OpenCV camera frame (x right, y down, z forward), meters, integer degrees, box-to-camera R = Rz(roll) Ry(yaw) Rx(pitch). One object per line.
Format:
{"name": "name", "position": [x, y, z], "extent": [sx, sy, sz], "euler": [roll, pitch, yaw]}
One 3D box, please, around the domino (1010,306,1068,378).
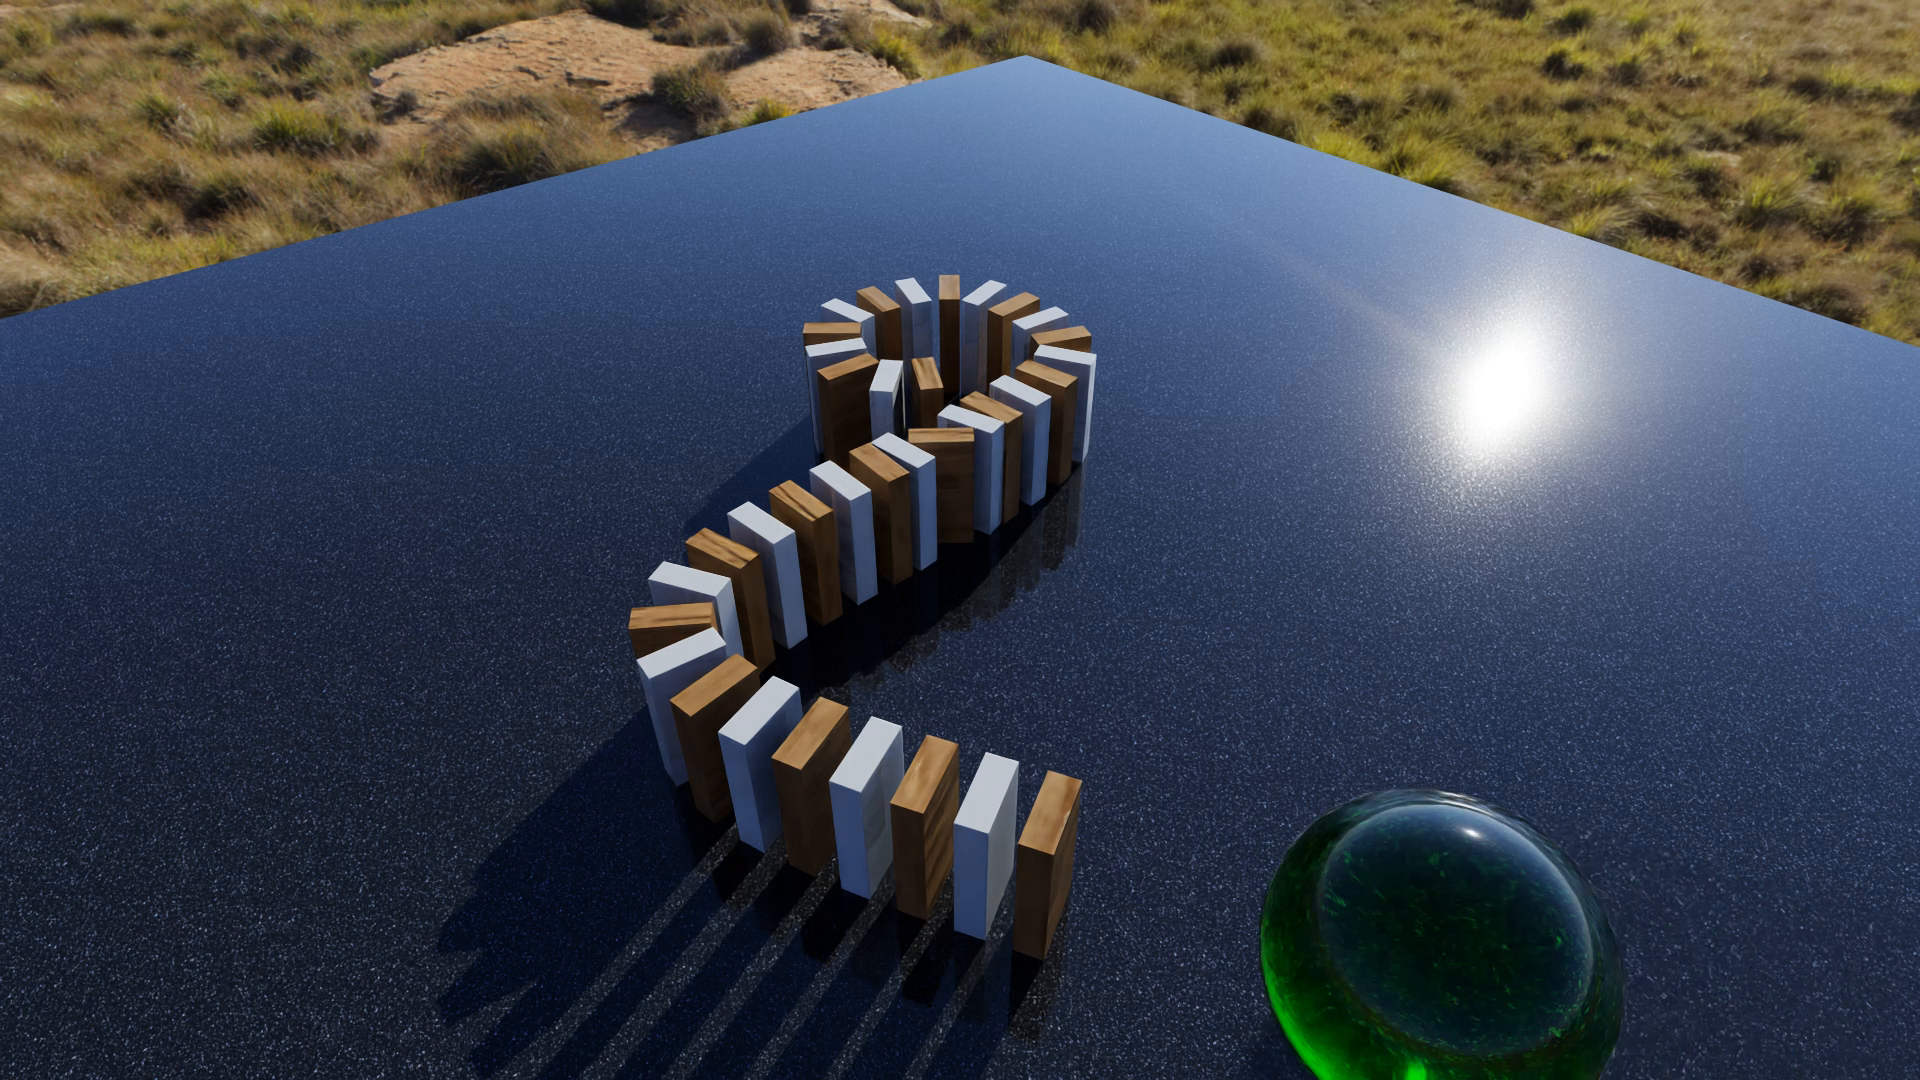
{"name": "domino", "position": [0.036, -0.080, 0.510], "extent": [0.025, 0.050, 0.010], "euler": [-24, 45, -26]}

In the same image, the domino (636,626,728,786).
{"name": "domino", "position": [-0.084, 0.053, 0.347], "extent": [0.025, 0.050, 0.010], "euler": [-24, 45, -26]}

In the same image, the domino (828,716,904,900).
{"name": "domino", "position": [-0.026, 0.078, 0.317], "extent": [0.010, 0.050, 0.025], "euler": [16, 42, 18]}

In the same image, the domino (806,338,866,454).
{"name": "domino", "position": [-0.053, -0.064, 0.489], "extent": [0.025, 0.050, 0.009], "euler": [-11, 41, -13]}

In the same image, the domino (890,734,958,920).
{"name": "domino", "position": [-0.009, 0.082, 0.311], "extent": [0.010, 0.050, 0.025], "euler": [14, 41, 16]}

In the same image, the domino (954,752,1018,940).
{"name": "domino", "position": [0.007, 0.086, 0.307], "extent": [0.009, 0.050, 0.025], "euler": [13, 41, 16]}

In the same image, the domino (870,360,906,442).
{"name": "domino", "position": [-0.031, -0.049, 0.471], "extent": [0.010, 0.050, 0.025], "euler": [5, 40, 6]}

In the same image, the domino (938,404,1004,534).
{"name": "domino", "position": [0.004, -0.028, 0.446], "extent": [0.025, 0.050, 0.010], "euler": [21, 44, 24]}

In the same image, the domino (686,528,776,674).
{"name": "domino", "position": [-0.080, 0.022, 0.385], "extent": [0.025, 0.050, 0.010], "euler": [23, 45, 25]}

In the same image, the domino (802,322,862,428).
{"name": "domino", "position": [-0.057, -0.075, 0.503], "extent": [0.025, 0.050, 0.009], "euler": [0, 39, 0]}

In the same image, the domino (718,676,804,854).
{"name": "domino", "position": [-0.057, 0.068, 0.329], "extent": [0.009, 0.050, 0.025], "euler": [20, 43, 23]}

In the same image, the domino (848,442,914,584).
{"name": "domino", "position": [-0.030, -0.010, 0.423], "extent": [0.009, 0.050, 0.025], "euler": [-28, 47, -29]}

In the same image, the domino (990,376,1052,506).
{"name": "domino", "position": [0.024, -0.041, 0.462], "extent": [0.025, 0.050, 0.009], "euler": [31, 48, 32]}

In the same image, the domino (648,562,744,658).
{"name": "domino", "position": [-0.088, 0.032, 0.373], "extent": [0.025, 0.050, 0.009], "euler": [13, 41, 15]}

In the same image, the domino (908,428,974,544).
{"name": "domino", "position": [-0.007, -0.021, 0.437], "extent": [0.025, 0.050, 0.010], "euler": [-2, 39, -2]}

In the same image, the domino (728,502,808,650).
{"name": "domino", "position": [-0.069, 0.013, 0.395], "extent": [0.025, 0.050, 0.010], "euler": [30, 48, 31]}

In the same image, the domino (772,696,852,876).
{"name": "domino", "position": [-0.042, 0.073, 0.323], "extent": [0.009, 0.050, 0.025], "euler": [17, 42, 20]}

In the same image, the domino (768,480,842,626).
{"name": "domino", "position": [-0.056, 0.005, 0.405], "extent": [0.010, 0.050, 0.025], "euler": [-32, 49, -33]}

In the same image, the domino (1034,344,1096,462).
{"name": "domino", "position": [0.045, -0.060, 0.484], "extent": [0.025, 0.050, 0.009], "euler": [13, 41, 15]}

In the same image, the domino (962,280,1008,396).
{"name": "domino", "position": [0.011, -0.096, 0.529], "extent": [0.010, 0.050, 0.025], "euler": [23, 45, 25]}

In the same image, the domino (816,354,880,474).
{"name": "domino", "position": [-0.047, -0.054, 0.477], "extent": [0.025, 0.050, 0.009], "euler": [-24, 45, -27]}

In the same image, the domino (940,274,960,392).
{"name": "domino", "position": [-0.005, -0.100, 0.533], "extent": [0.009, 0.050, 0.025], "euler": [0, 39, 0]}

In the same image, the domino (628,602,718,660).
{"name": "domino", "position": [-0.090, 0.043, 0.359], "extent": [0.025, 0.050, 0.009], "euler": [-4, 40, -5]}

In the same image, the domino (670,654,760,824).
{"name": "domino", "position": [-0.072, 0.061, 0.337], "extent": [0.009, 0.050, 0.025], "euler": [28, 47, 30]}

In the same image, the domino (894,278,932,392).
{"name": "domino", "position": [-0.022, -0.097, 0.530], "extent": [0.010, 0.050, 0.025], "euler": [-14, 41, -16]}

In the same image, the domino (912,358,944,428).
{"name": "domino", "position": [-0.014, -0.050, 0.473], "extent": [0.009, 0.050, 0.025], "euler": [-7, 40, -8]}

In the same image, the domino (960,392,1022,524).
{"name": "domino", "position": [0.012, -0.034, 0.452], "extent": [0.025, 0.050, 0.010], "euler": [30, 48, 31]}

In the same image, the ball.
{"name": "ball", "position": [0.114, 0.101, 0.265], "extent": [0.080, 0.080, 0.080], "euler": [0, 39, 0]}

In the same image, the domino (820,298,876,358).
{"name": "domino", "position": [-0.051, -0.085, 0.515], "extent": [0.025, 0.050, 0.010], "euler": [28, 47, 30]}

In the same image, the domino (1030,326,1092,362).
{"name": "domino", "position": [0.044, -0.071, 0.498], "extent": [0.025, 0.050, 0.010], "euler": [-12, 41, -15]}

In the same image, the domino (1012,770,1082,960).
{"name": "domino", "position": [0.024, 0.090, 0.302], "extent": [0.010, 0.050, 0.025], "euler": [14, 41, 16]}

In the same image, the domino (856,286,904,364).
{"name": "domino", "position": [-0.038, -0.092, 0.524], "extent": [0.009, 0.050, 0.025], "euler": [-22, 44, -25]}

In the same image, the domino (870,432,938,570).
{"name": "domino", "position": [-0.022, -0.015, 0.429], "extent": [0.025, 0.050, 0.010], "euler": [30, 48, 31]}

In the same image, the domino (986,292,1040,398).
{"name": "domino", "position": [0.025, -0.089, 0.520], "extent": [0.025, 0.050, 0.010], "euler": [-32, 49, -33]}

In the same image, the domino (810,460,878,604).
{"name": "domino", "position": [-0.044, -0.002, 0.414], "extent": [0.009, 0.050, 0.025], "euler": [-29, 47, -31]}

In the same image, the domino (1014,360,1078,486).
{"name": "domino", "position": [0.036, -0.050, 0.472], "extent": [0.025, 0.050, 0.009], "euler": [26, 46, 28]}
